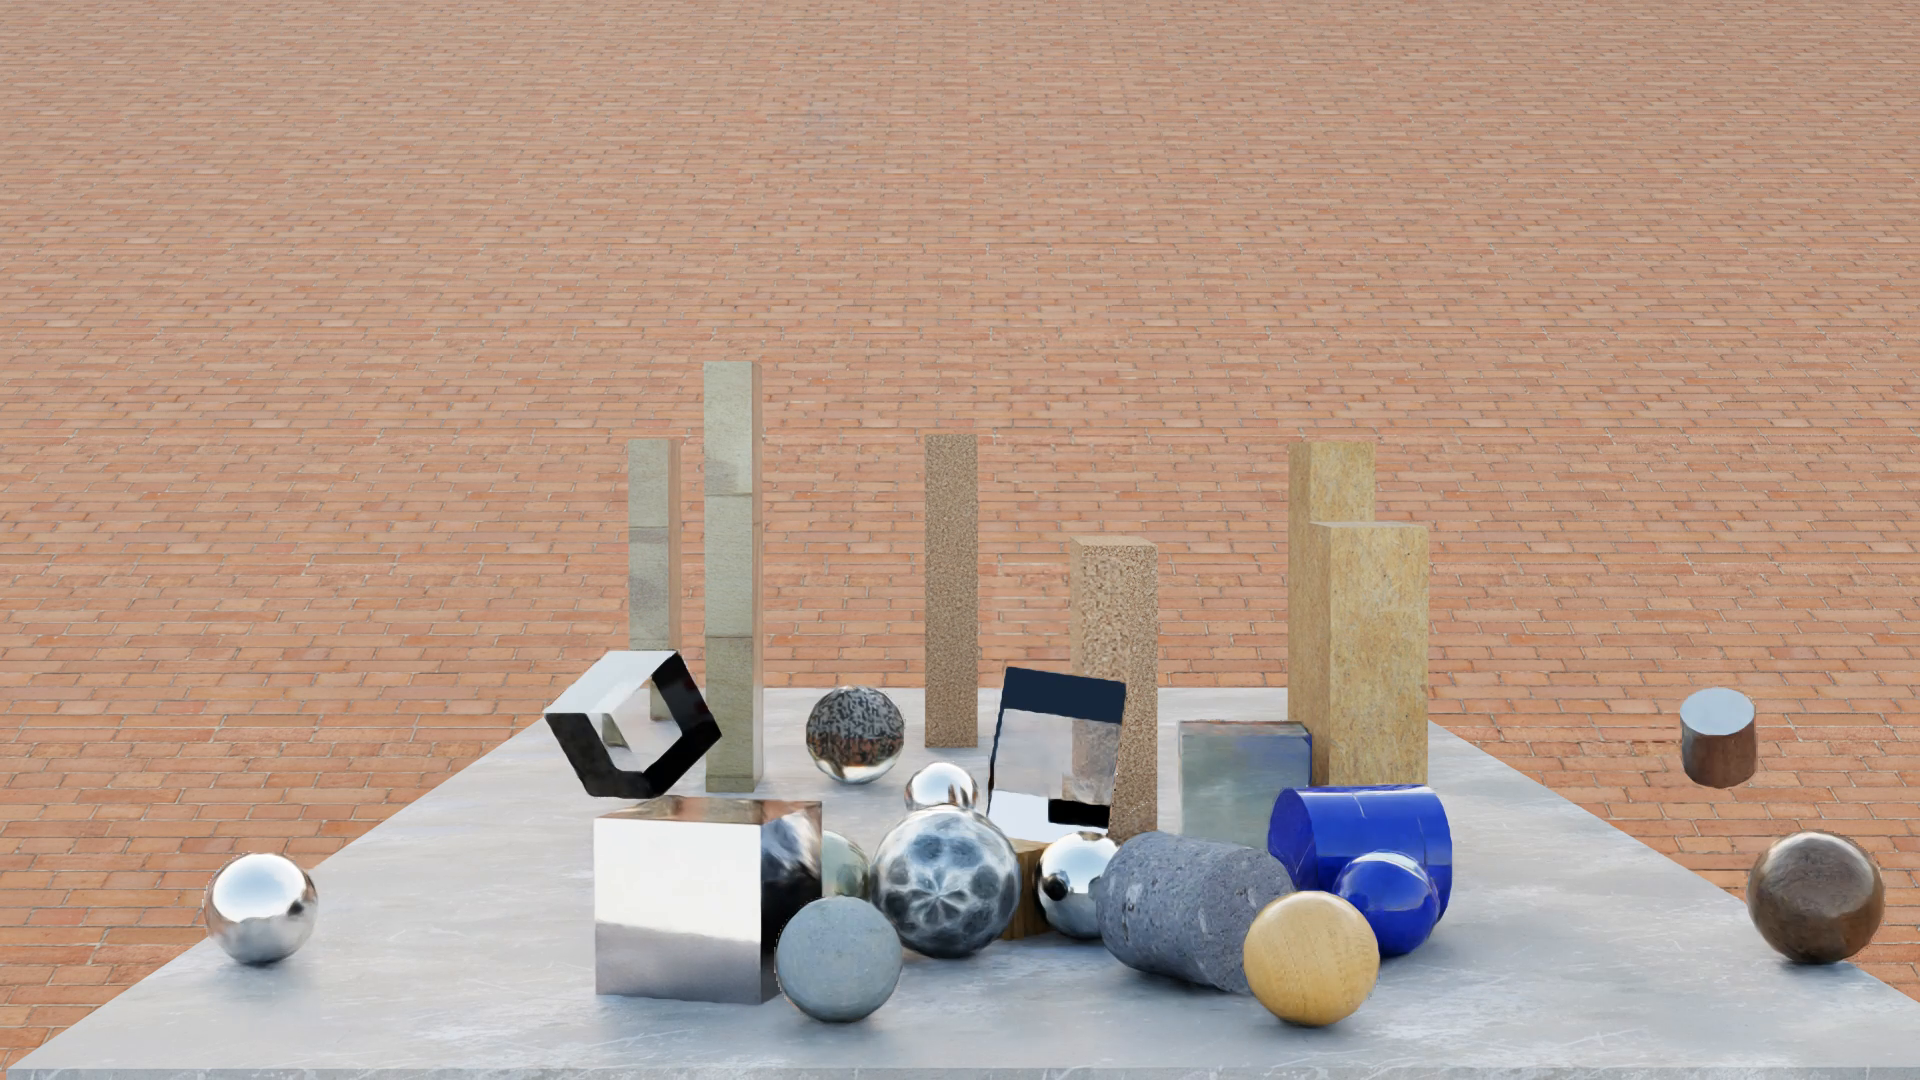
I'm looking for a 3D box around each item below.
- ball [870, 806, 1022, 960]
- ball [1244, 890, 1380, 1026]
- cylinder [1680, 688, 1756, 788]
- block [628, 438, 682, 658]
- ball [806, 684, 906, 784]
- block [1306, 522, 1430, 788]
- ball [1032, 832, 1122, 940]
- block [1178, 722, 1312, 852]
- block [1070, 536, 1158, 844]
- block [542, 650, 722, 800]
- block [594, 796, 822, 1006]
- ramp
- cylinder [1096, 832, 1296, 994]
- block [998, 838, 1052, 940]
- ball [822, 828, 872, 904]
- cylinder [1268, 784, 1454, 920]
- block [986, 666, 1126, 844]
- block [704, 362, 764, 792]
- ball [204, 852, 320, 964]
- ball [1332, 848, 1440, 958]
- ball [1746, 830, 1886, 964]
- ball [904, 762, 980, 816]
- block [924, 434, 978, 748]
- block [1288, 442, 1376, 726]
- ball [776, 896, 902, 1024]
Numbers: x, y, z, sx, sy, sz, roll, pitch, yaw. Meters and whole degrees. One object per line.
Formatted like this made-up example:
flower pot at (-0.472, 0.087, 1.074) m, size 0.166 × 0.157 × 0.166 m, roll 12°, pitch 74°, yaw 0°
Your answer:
ball at (-0.017, 0.410, 3.090) m, size 0.183 × 0.183 × 0.183 m, roll 0°, pitch 24°, yaw 0°
ball at (0.372, 0.443, 2.730) m, size 0.143 × 0.143 × 0.143 m, roll 0°, pitch 24°, yaw 0°
cylinder at (1.266, 0.331, 4.300) m, size 0.118 × 0.118 × 0.118 m, roll -10°, pitch 36°, yaw 7°
block at (-0.695, 0.085, 5.881) m, size 0.089 × 0.631 × 0.266 m, roll 0°, pitch 2°, yaw 0°
ball at (-0.190, 0.354, 4.684) m, size 0.181 × 0.181 × 0.181 m, roll 0°, pitch 24°, yaw 0°
block at (0.603, 0.225, 3.835) m, size 0.141 × 0.498 × 0.261 m, roll 0°, pitch 2°, yaw 0°
ball at (0.156, 0.430, 3.205) m, size 0.135 × 0.135 × 0.135 m, roll 0°, pitch 24°, yaw 0°
block at (0.426, 0.378, 3.884) m, size 0.190 × 0.190 × 0.190 m, roll 0°, pitch 2°, yaw 3°
block at (0.210, 0.242, 3.587) m, size 0.100 × 0.483 × 0.377 m, roll 0°, pitch 2°, yaw 0°
block at (-0.537, 0.302, 4.229) m, size 0.172 × 0.172 × 0.172 m, roll -3°, pitch 32°, yaw 42°
block at (-0.286, 0.408, 2.952) m, size 0.199 × 0.199 × 0.199 m, roll 1°, pitch 2°, yaw 17°
ramp at (0.055, 0.499, 4.546) m, size 2.000 × 0.100 × 4.000 m, roll 0°, pitch 2°, yaw 0°
cylinder at (0.271, 0.425, 2.954) m, size 0.163 × 0.163 × 0.163 m, roll -18°, pitch 12°, yaw -34°
block at (0.056, 0.442, 3.275) m, size 0.107 × 0.107 × 0.107 m, roll 2°, pitch 3°, yaw 42°
ball at (-0.177, 0.428, 3.189) m, size 0.142 × 0.142 × 0.142 m, roll 0°, pitch 24°, yaw 0°
cylinder at (0.508, 0.404, 3.282) m, size 0.180 × 0.180 × 0.180 m, roll 0°, pitch 24°, yaw -13°
block at (0.123, 0.279, 3.292) m, size 0.154 × 0.154 × 0.154 m, roll 8°, pitch 49°, yaw 4°
block at (-0.410, 0.062, 4.686) m, size 0.084 × 0.765 × 0.250 m, roll 0°, pitch 2°, yaw 0°
ball at (-0.829, 0.437, 3.059) m, size 0.132 × 0.132 × 0.132 m, roll 0°, pitch 24°, yaw 0°
ball at (0.511, 0.436, 3.098) m, size 0.130 × 0.130 × 0.130 m, roll 0°, pitch 24°, yaw 0°
ball at (1.015, 0.424, 3.059) m, size 0.157 × 0.157 × 0.157 m, roll 0°, pitch 24°, yaw 0°
ball at (-0.028, 0.408, 4.033) m, size 0.120 × 0.120 × 0.120 m, roll 0°, pitch 24°, yaw 0°
block at (-0.018, 0.098, 5.413) m, size 0.107 × 0.639 × 0.342 m, roll 0°, pitch 2°, yaw 0°
block at (0.795, 0.101, 5.534) m, size 0.134 × 0.623 × 0.353 m, roll 0°, pitch 2°, yaw 0°
ball at (-0.129, 0.447, 2.746) m, size 0.135 × 0.135 × 0.135 m, roll 0°, pitch 24°, yaw 0°
